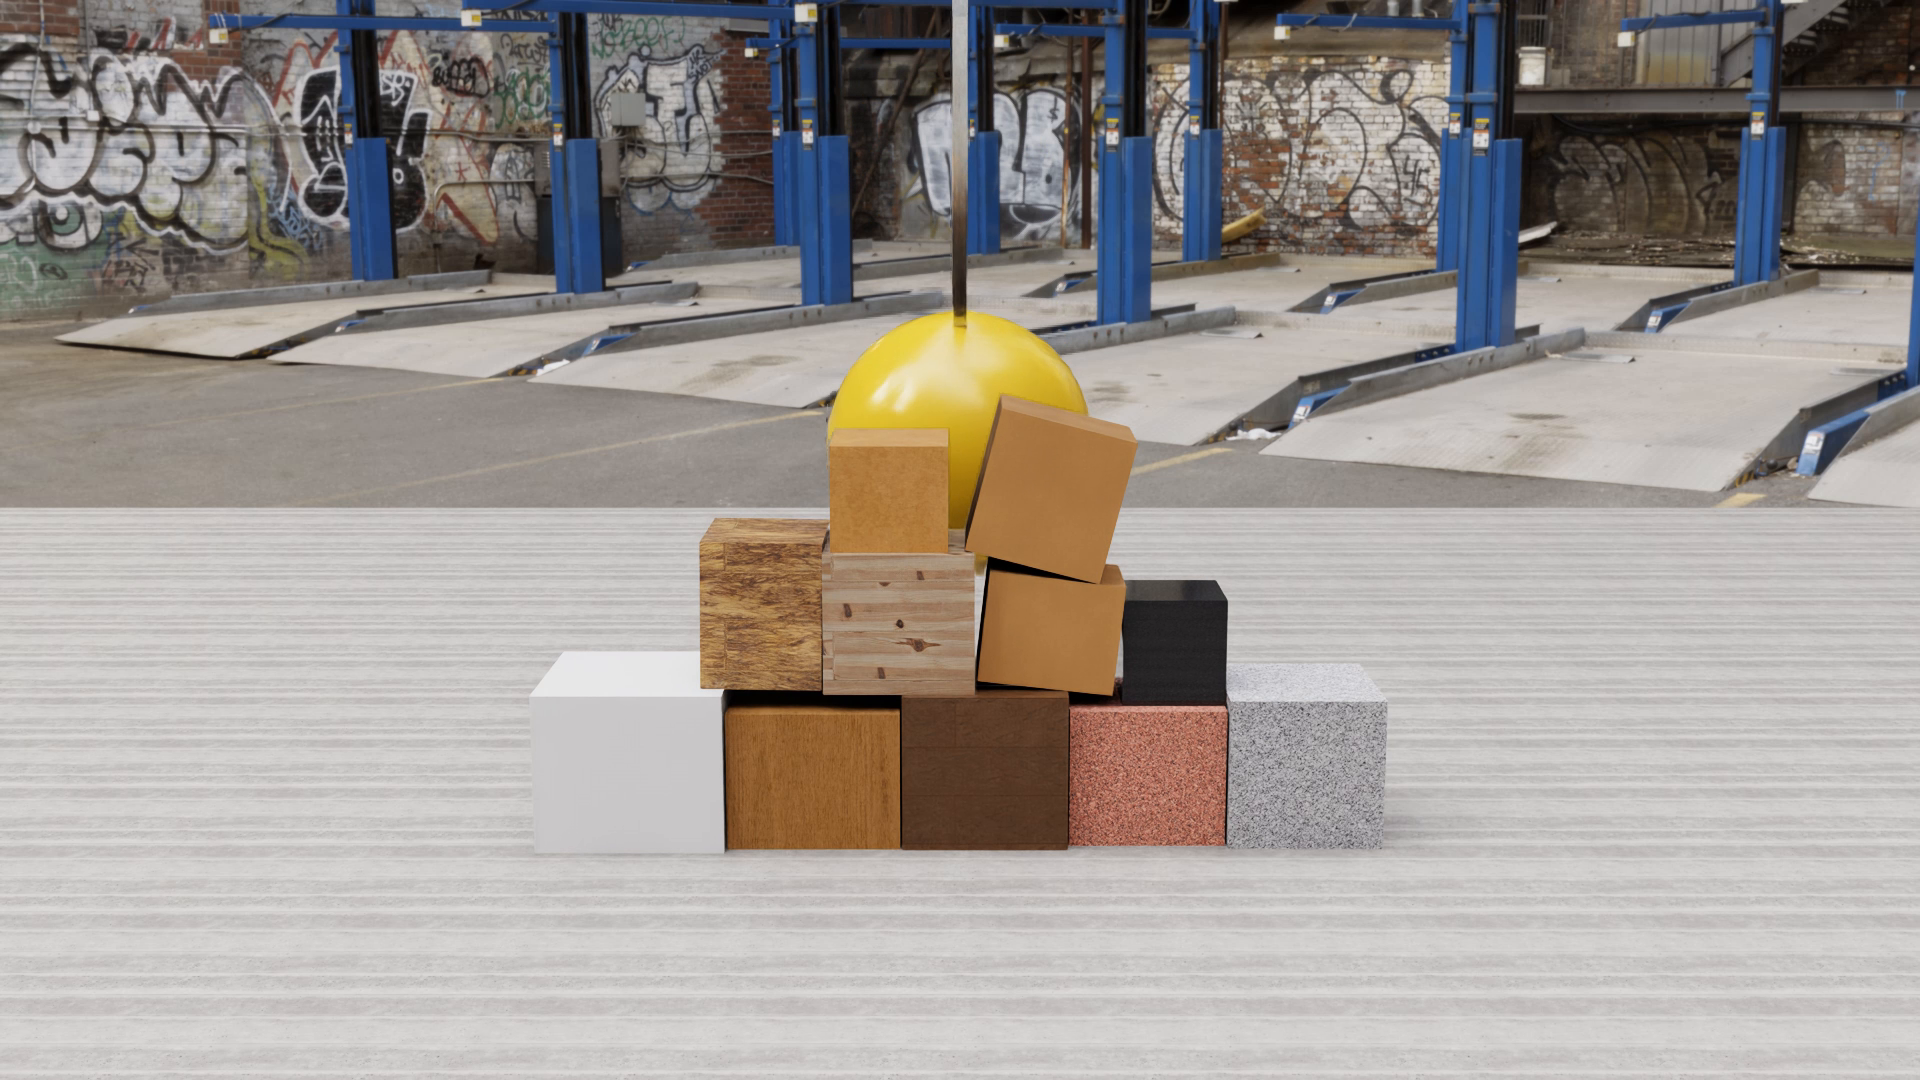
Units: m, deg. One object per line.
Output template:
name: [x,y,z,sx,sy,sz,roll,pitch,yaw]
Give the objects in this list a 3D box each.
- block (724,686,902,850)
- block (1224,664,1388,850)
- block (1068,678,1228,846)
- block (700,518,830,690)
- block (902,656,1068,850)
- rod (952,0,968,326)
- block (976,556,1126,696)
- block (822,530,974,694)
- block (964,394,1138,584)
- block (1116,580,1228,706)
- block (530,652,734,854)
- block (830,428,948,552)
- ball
block: [-0.733,1.130,11.400,0.867,0.697,0.883,0,10,0]
block: [1.733,1.104,11.363,0.777,0.763,0.806,0,10,0]
block: [0.942,1.135,11.378,0.785,0.697,0.717,0,10,0]
block: [-0.987,0.317,11.252,0.605,0.743,0.716,1,10,0]
block: [0.125,1.088,11.379,0.828,0.788,0.883,0,10,0]
rod: [0.000,-3.498,11.458,0.080,5.200,0.080,0,31,0]
block: [0.456,0.418,11.239,0.682,0.558,0.579,6,10,-1]
block: [-0.304,0.357,11.229,0.753,0.704,0.733,0,10,0]
block: [0.451,-0.269,11.148,0.691,0.728,0.644,14,10,-2]
block: [1.078,0.523,11.279,0.520,0.543,0.522,0,10,0]
block: [-1.649,1.080,11.371,0.945,0.806,0.968,0,10,0]
block: [-0.350,-0.257,11.152,0.583,0.532,0.662,0,10,0]
ball: [0.000,-0.570,13.185,1.600,1.600,1.600,0,10,0]
